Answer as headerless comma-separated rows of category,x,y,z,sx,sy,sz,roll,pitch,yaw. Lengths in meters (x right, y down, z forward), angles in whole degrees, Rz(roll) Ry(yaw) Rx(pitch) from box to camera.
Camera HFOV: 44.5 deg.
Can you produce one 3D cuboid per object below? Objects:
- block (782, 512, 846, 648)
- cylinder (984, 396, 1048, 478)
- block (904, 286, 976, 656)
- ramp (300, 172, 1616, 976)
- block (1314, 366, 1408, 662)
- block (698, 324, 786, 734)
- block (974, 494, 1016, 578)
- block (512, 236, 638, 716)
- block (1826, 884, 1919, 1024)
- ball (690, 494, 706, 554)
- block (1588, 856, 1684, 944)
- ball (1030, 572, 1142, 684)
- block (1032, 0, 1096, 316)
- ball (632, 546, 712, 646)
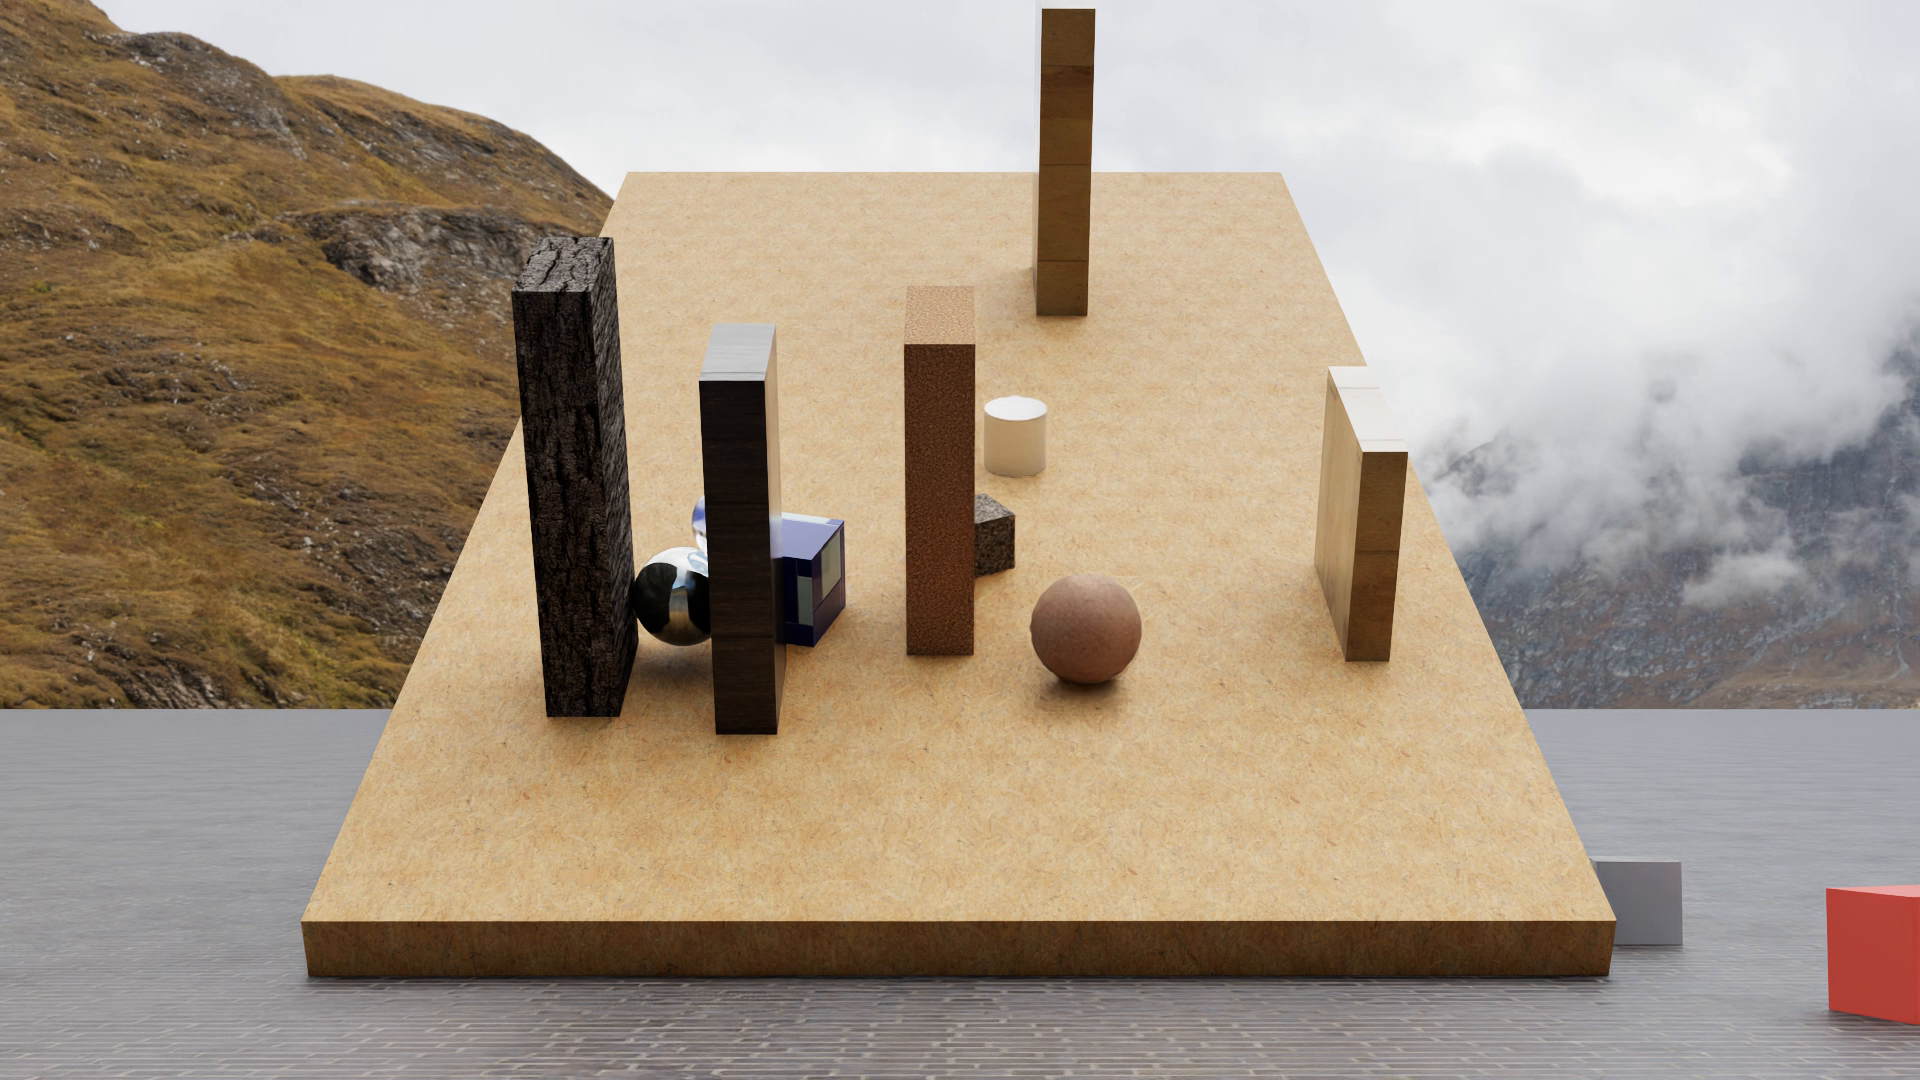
block,-0.333,0.070,4.429,0.181,0.181,0.181,7,26,15
cylinder,0.121,-0.224,5.107,0.136,0.136,0.136,0,25,0
block,-0.037,-0.130,4.348,0.125,0.612,0.309,0,25,0
ramp,-0.009,-0.229,5.394,2.000,0.100,4.000,0,25,0
block,0.750,-0.055,4.419,0.081,0.420,0.416,0,25,0
block,-0.371,-0.017,4.053,0.106,0.659,0.269,0,25,0
block,0.028,-0.007,4.667,0.118,0.118,0.118,-14,29,-27
block,-0.663,-0.106,4.088,0.128,0.788,0.285,0,25,0
block,1.294,0.556,3.163,0.165,0.165,0.165,1,-4,-20
ball,-0.419,-0.031,4.274,0.143,0.143,0.143,0,-4,0
block,1.190,0.635,4.142,0.143,0.143,0.143,-1,-4,8
ball,0.227,0.159,4.220,0.201,0.201,0.201,0,-4,0
block,0.261,-1.015,6.021,0.131,0.787,0.394,0,25,0
ball,-0.508,0.103,4.303,0.184,0.184,0.184,0,-4,0
